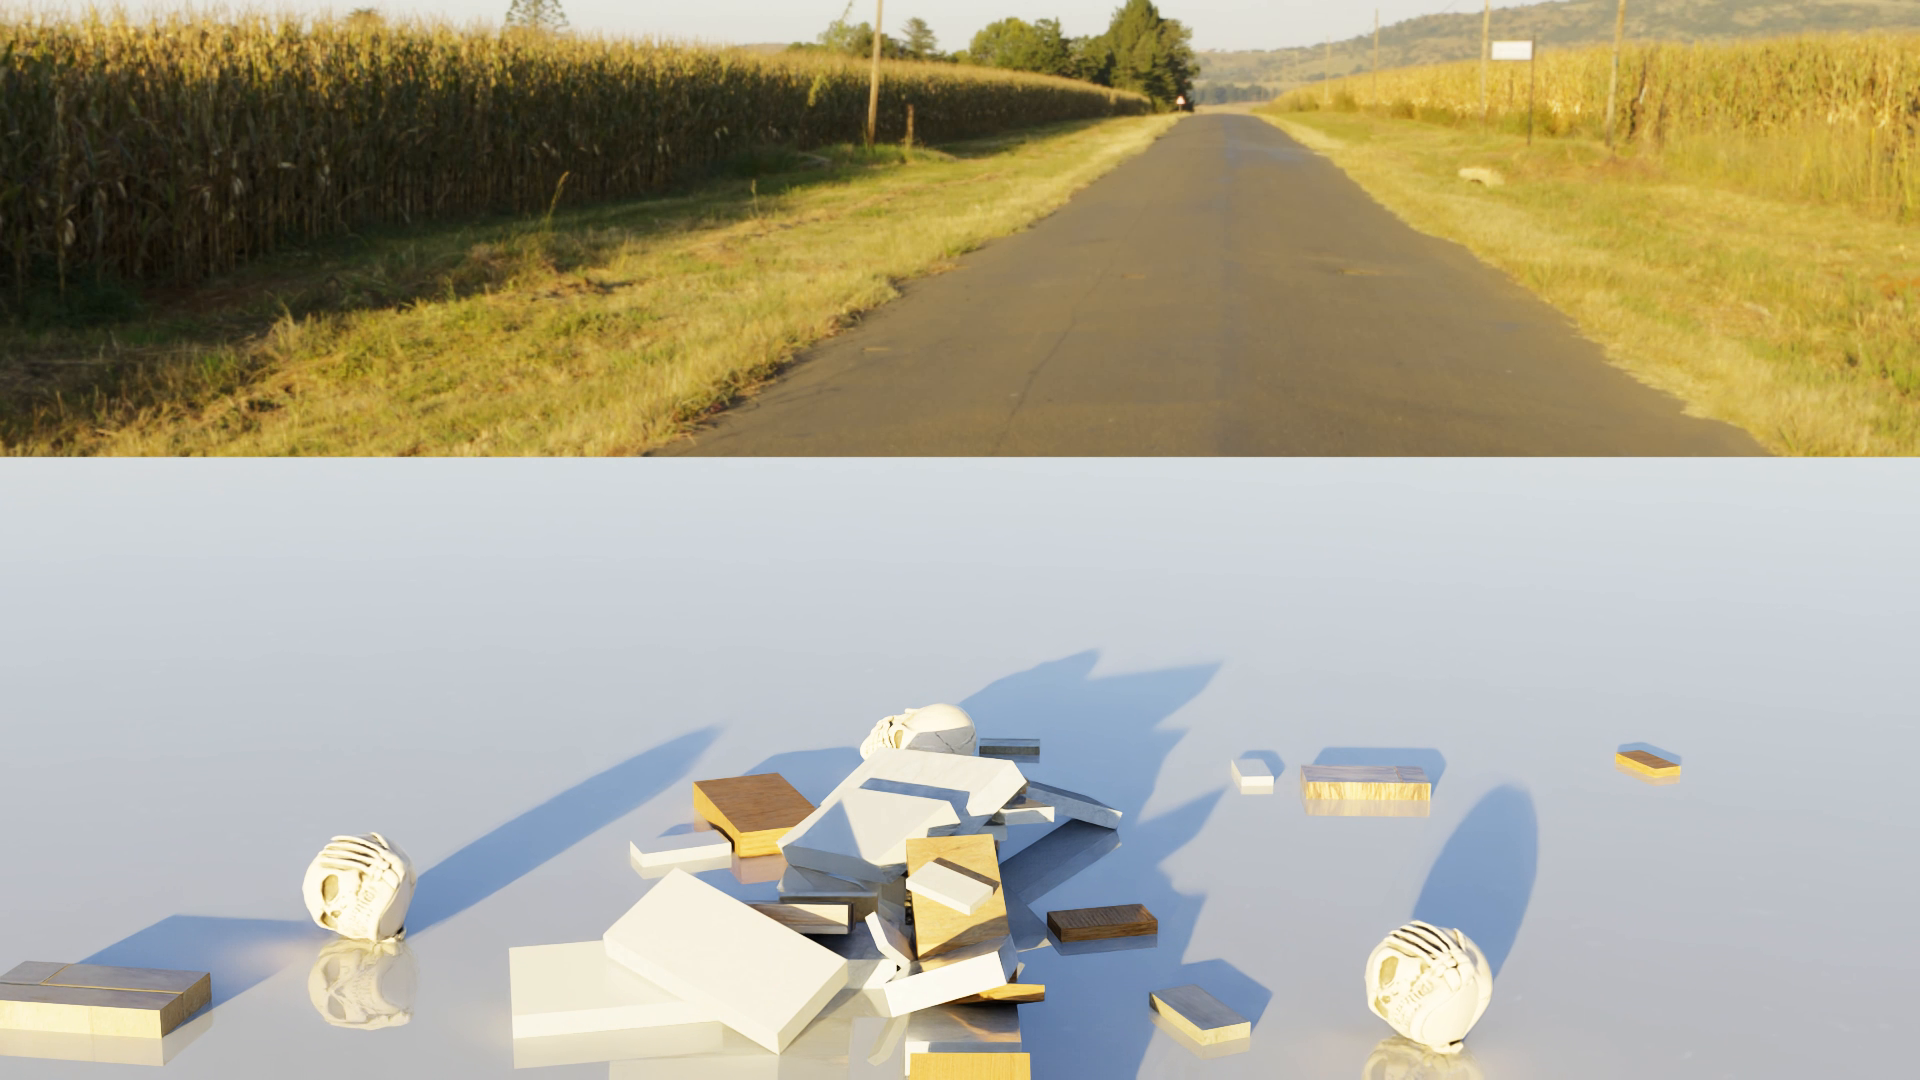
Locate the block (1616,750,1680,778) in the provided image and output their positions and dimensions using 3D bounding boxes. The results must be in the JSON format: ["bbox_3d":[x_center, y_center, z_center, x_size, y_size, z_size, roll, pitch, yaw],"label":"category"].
[{"bbox_3d":[1.373,0.447,4.392,0.062,0.017,0.123,-4,11,-21],"label":"block"}]

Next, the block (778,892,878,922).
[{"bbox_3d":[-0.206,0.592,3.448,0.154,0.077,0.022,0,11,1],"label":"block"}]

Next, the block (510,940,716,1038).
[{"bbox_3d":[-0.497,0.639,3.165,0.293,0.041,0.146,-2,30,-12],"label":"block"}]

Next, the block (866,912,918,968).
[{"bbox_3d":[-0.096,0.601,3.263,0.017,0.120,0.060,-34,49,6],"label":"block"}]

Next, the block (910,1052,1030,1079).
[{"bbox_3d":[0.011,0.724,2.613,0.148,0.042,0.296,0,27,0],"label":"block"}]

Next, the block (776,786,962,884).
[{"bbox_3d":[-0.158,0.496,3.713,0.166,0.047,0.332,-36,18,-29],"label":"block"}]

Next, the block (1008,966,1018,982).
[{"bbox_3d":[0.005,0.617,3.415,0.138,0.039,0.275,-1,11,-5],"label":"block"}]

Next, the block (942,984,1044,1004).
[{"bbox_3d":[0.043,0.641,3.091,0.077,0.022,0.179,8,-17,-25],"label":"block"}]

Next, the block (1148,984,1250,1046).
[{"bbox_3d":[0.341,0.677,3.142,0.077,0.022,0.154,-5,11,-24],"label":"block"}]

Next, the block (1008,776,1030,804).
[{"bbox_3d":[0.066,0.428,3.823,0.055,0.016,0.110,-37,24,-30],"label":"block"}]

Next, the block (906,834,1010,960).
[{"bbox_3d":[-0.005,0.549,3.376,0.138,0.039,0.275,-3,27,-4],"label":"block"}]

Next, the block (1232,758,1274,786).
[{"bbox_3d":[0.576,0.457,4.335,0.062,0.017,0.123,0,11,-2],"label":"block"}]

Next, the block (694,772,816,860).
[{"bbox_3d":[-0.365,0.501,4.021,0.166,0.047,0.332,-4,11,-21],"label":"block"}]

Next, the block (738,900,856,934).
[{"bbox_3d":[-0.309,0.567,3.316,0.292,0.041,0.146,0,-7,2],"label":"block"}]

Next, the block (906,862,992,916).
[{"bbox_3d":[-0.016,0.530,3.352,0.120,0.017,0.060,18,32,32],"label":"block"}]

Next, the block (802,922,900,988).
[{"bbox_3d":[-0.253,0.629,3.338,0.318,0.045,0.159,0,11,1],"label":"block"}]

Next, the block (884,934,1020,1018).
[{"bbox_3d":[-0.008,0.608,3.088,0.159,0.045,0.318,-17,-7,3],"label":"block"}]

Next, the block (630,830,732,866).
[{"bbox_3d":[-0.491,0.542,3.867,0.159,0.023,0.080,-5,11,-23],"label":"block"}]

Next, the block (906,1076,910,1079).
[{"bbox_3d":[0.005,0.735,2.773,0.148,0.042,0.296,0,11,0],"label":"block"}]

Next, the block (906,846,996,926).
[{"bbox_3d":[-0.012,0.555,3.539,0.138,0.039,0.275,0,10,2],"label":"block"}]

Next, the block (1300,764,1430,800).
[{"bbox_3d":[0.780,0.467,4.240,0.233,0.033,0.117,0,11,2],"label":"block"}]

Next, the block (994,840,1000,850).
[{"bbox_3d":[0.028,0.520,3.736,0.055,0.016,0.111,0,-9,-11],"label":"block"}]

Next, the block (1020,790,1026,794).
[{"bbox_3d":[0.061,0.437,3.887,0.055,0.016,0.110,-1,2,-39],"label":"block"}]

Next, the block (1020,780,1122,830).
[{"bbox_3d":[0.167,0.470,3.994,0.233,0.033,0.117,19,-1,-31],"label":"block"}]

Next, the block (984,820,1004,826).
[{"bbox_3d":[0.013,0.501,3.907,0.090,0.026,0.181,0,-9,-13],"label":"block"}]

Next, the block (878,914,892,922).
[{"bbox_3d":[-0.169,0.607,3.532,0.060,0.017,0.120,-8,13,-36],"label":"block"}]

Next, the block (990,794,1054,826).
[{"bbox_3d":[0.082,0.462,3.797,0.090,0.026,0.181,-1,3,-24],"label":"block"}]

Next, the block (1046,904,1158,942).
[{"bbox_3d":[0.226,0.610,3.502,0.159,0.023,0.080,-3,11,-14],"label":"block"}]

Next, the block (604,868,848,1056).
[{"bbox_3d":[-0.334,0.596,3.136,0.318,0.045,0.159,23,44,27],"label":"block"}]

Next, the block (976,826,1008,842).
[{"bbox_3d":[0.022,0.515,3.835,0.090,0.026,0.181,-1,-9,-9],"label":"block"}]

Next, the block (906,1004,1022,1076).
[{"bbox_3d":[0.005,0.668,2.950,0.148,0.042,0.296,0,-3,0],"label":"block"}]

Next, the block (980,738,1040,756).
[{"bbox_3d":[0.102,0.424,4.516,0.123,0.017,0.062,1,11,3],"label":"block"}]

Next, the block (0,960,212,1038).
[{"bbox_3d":[-1.253,0.661,3.172,0.292,0.041,0.146,2,11,9],"label":"block"}]

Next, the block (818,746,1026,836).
[{"bbox_3d":[-0.073,0.448,3.877,0.166,0.047,0.440,-43,20,-26],"label":"block"}]

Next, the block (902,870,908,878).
[{"bbox_3d":[-0.093,0.546,3.755,0.016,0.055,0.110,-9,14,-41],"label":"block"}]
